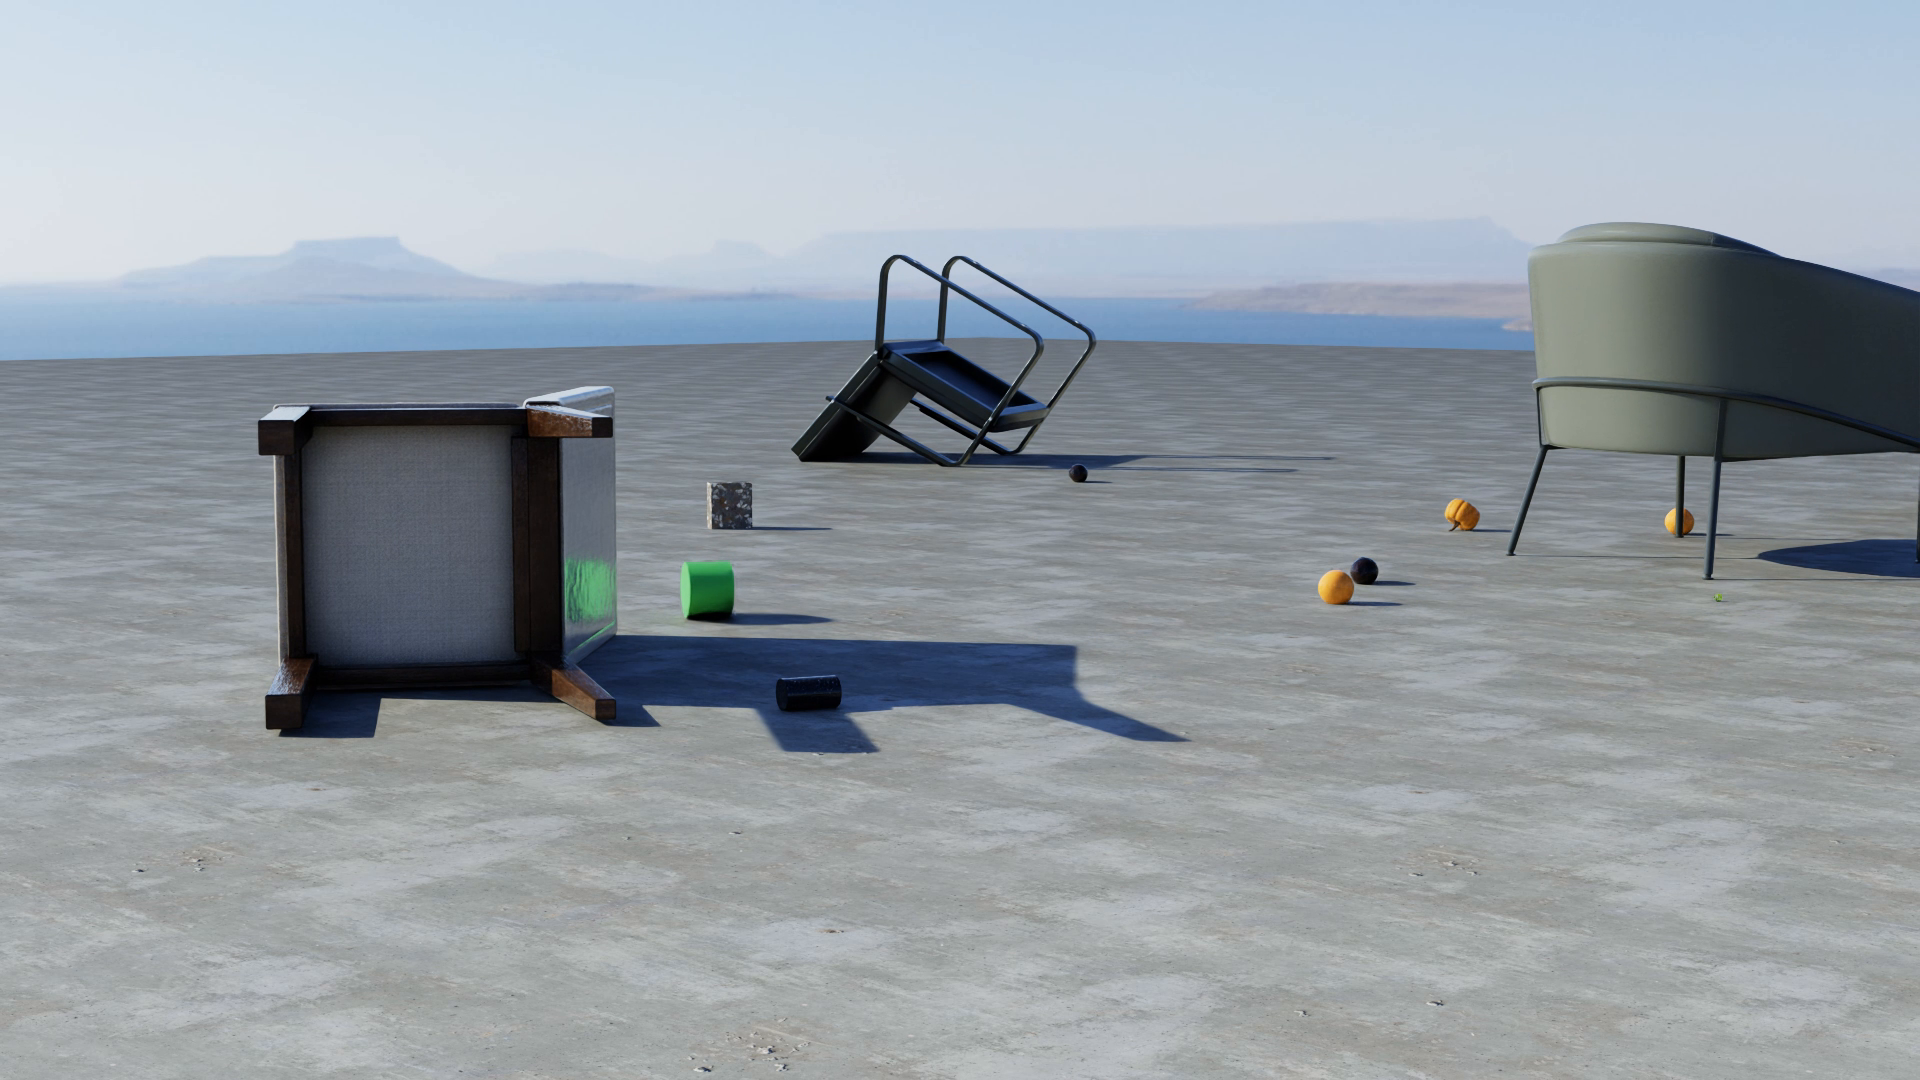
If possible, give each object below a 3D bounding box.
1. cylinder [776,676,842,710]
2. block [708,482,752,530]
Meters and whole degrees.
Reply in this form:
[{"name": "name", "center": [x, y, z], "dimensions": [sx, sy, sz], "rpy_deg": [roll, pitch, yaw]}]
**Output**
[{"name": "cylinder", "center": [-0.231, 0.233, 3.912], "dimensions": [0.087, 0.049, 0.057], "rpy_deg": [-2, 2, -23]}, {"name": "block", "center": [-0.603, -0.091, 6.714], "dimensions": [0.109, 0.119, 0.049], "rpy_deg": [-2, 6, -18]}]
